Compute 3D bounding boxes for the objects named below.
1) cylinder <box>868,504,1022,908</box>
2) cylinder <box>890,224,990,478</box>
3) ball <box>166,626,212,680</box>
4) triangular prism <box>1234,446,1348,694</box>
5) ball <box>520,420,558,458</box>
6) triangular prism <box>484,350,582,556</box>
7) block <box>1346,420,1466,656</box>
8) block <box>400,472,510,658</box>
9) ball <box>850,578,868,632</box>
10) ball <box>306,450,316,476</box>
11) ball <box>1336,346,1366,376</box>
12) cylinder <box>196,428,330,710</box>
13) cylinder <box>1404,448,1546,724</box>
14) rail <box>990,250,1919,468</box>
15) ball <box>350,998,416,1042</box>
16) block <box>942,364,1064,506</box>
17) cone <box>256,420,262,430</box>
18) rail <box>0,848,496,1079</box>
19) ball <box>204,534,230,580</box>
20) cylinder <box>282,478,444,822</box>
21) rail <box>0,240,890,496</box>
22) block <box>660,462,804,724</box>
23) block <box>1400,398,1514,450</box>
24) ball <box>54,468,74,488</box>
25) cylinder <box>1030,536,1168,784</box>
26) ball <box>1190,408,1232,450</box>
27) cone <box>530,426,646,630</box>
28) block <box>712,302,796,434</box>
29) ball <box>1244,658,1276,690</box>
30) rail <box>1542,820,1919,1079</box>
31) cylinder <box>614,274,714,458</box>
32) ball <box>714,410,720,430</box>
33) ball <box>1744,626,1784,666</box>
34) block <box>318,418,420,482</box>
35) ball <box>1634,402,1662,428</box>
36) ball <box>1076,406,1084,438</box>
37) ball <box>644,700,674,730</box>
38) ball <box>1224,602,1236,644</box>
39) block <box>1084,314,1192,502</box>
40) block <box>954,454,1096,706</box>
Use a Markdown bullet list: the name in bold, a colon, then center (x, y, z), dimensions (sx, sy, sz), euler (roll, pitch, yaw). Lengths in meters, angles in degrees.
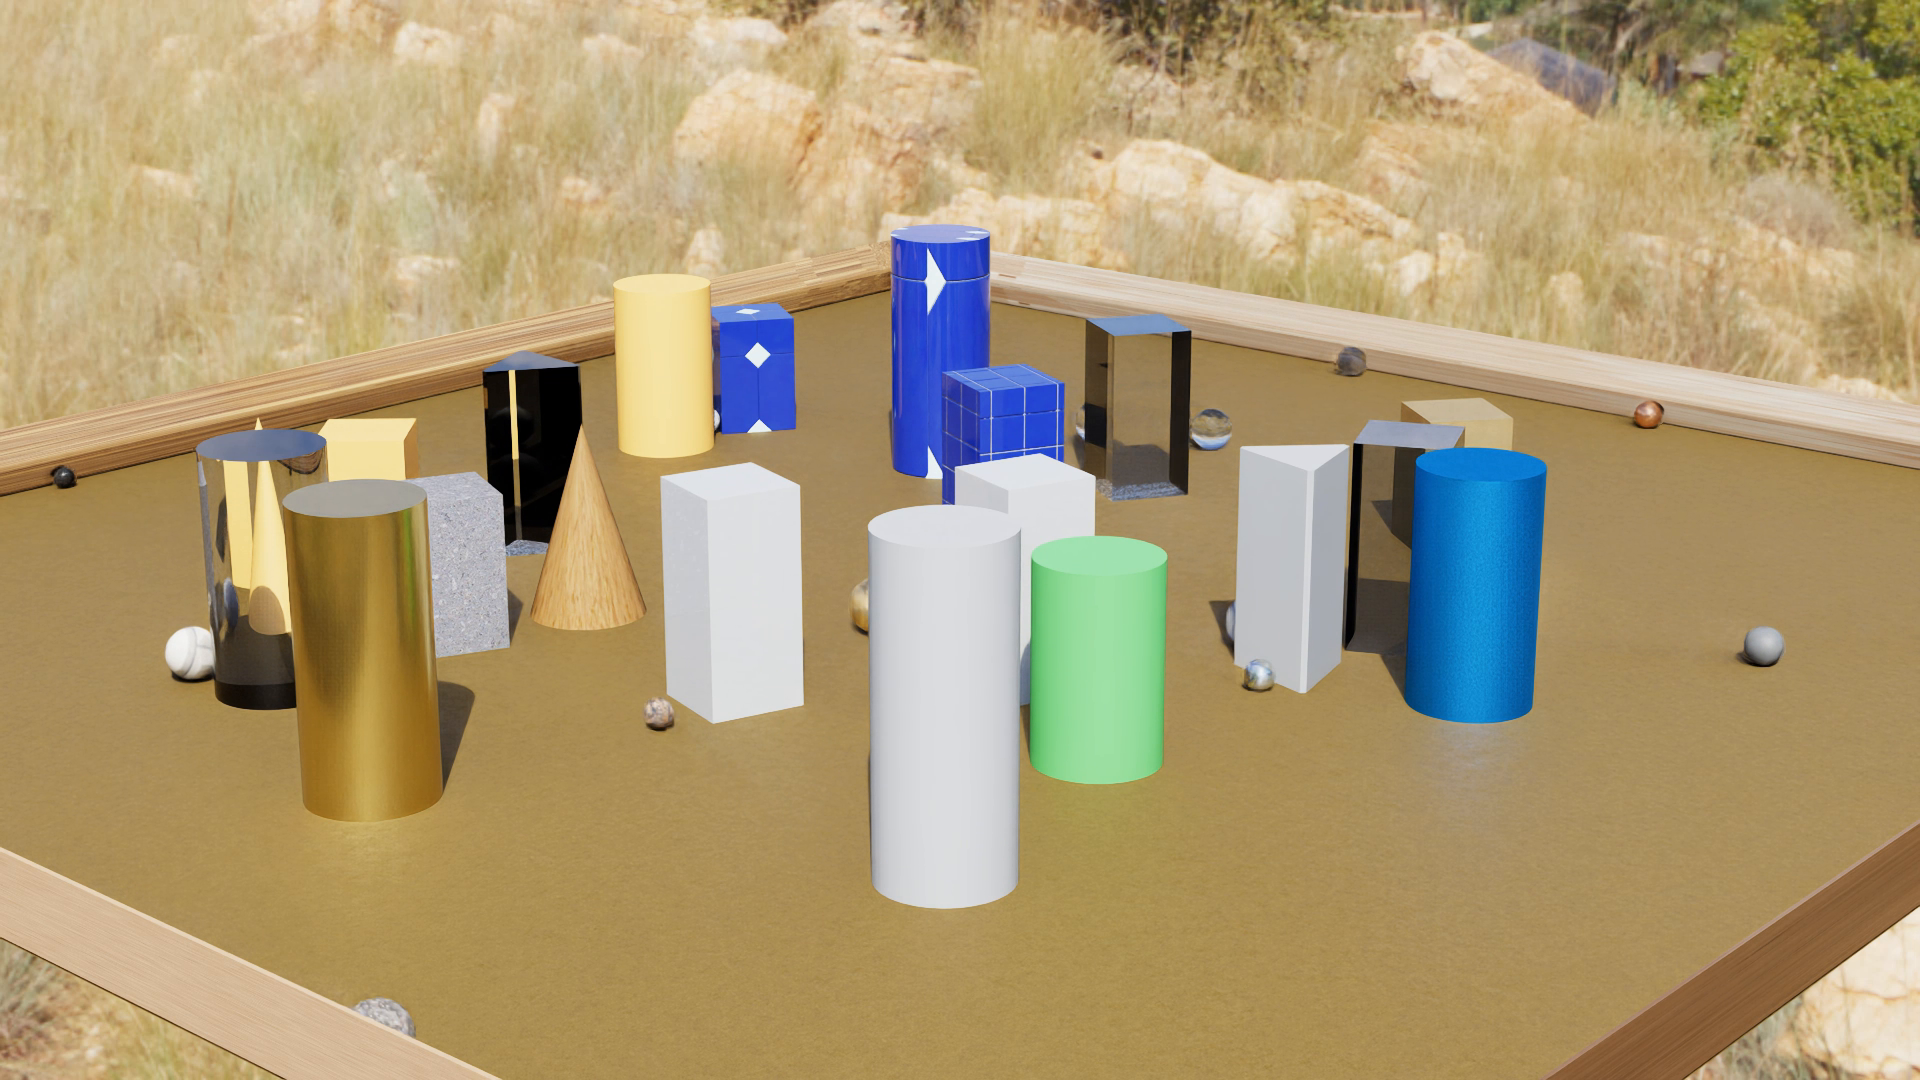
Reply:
- **cylinder**: center (-0.020, 0.219, 3.872), dimensions (0.199, 0.494, 0.199), euler (0, 17, 0)
- **cylinder**: center (-0.039, -0.380, 5.887), dimensions (0.199, 0.477, 0.199), euler (0, 17, 0)
- **ball**: center (-1.231, 0.182, 4.703), dimensions (0.086, 0.086, 0.086), euler (0, 17, 0)
- **triangular prism**: center (0.558, 0.035, 4.704), dimensions (0.149, 0.366, 0.172), euler (-11, 20, -32)
- **ball**: center (-0.861, -0.206, 6.007), dimensions (0.077, 0.077, 0.077), euler (0, 17, 0)
- **triangular prism**: center (-0.789, -0.163, 5.393), dimensions (0.172, 0.348, 0.149), euler (-4, 17, -15)
- **block**: center (0.736, -0.002, 4.846), dimensions (0.159, 0.355, 0.159), euler (5, 18, 16)
- **block**: center (-0.853, 0.041, 4.862), dimensions (0.159, 0.263, 0.159), euler (-8, 18, -24)
- **ball**: center (-0.136, 0.109, 4.919), dimensions (0.099, 0.099, 0.099), euler (0, 17, 0)
- **ball**: center (-1.278, -0.155, 5.868), dimensions (0.059, 0.059, 0.059), euler (0, 17, 0)
- **ball**: center (0.895, -0.409, 6.696), dimensions (0.067, 0.067, 0.067), euler (0, 17, 0)
- **cylinder**: center (-1.084, 0.045, 4.610), dimensions (0.199, 0.401, 0.199), euler (0, 17, 0)
- **cylinder**: center (0.800, 0.069, 4.556), dimensions (0.199, 0.387, 0.199), euler (0, 17, 0)
- **rail**: center (1.227, -0.375, 6.473), dimensions (3.665, 0.129, 0.045), euler (14, 22, 39)
- **ball**: center (-0.674, 0.575, 3.393), dimensions (0.089, 0.089, 0.089), euler (0, 17, 0)
- **block**: center (0.074, -0.097, 5.111), dimensions (0.159, 0.383, 0.159), euler (-7, 18, -23)
- **cone**: center (-1.195, -0.049, 5.039), dimensions (0.199, 0.334, 0.199), euler (0, 17, 0)
- **rail**: center (-1.227, 0.440, 3.766), dimensions (3.665, 0.129, 0.045), euler (14, 22, 39)
- **ball**: center (-1.300, 0.031, 5.206), dimensions (0.084, 0.084, 0.084), euler (0, 17, 0)
- **cylinder**: center (-0.846, 0.155, 4.165), dimensions (0.199, 0.447, 0.199), euler (0, 17, 0)
- **rail**: center (-1.366, -0.310, 6.255), dimensions (0.045, 0.129, 3.791), euler (14, 22, 39)
- **block**: center (-0.355, 0.080, 4.568), dimensions (0.159, 0.358, 0.159), euler (-10, 20, -30)
- **block**: center (0.918, -0.126, 5.456), dimensions (0.159, 0.240, 0.159), euler (-3, 17, -11)
- **ball**: center (-1.770, -0.123, 5.794), dimensions (0.040, 0.040, 0.040), euler (0, 17, 0)
- **cylinder**: center (0.203, 0.175, 4.323), dimensions (0.199, 0.318, 0.199), euler (0, 17, 0)
- **ball**: center (0.521, -0.230, 6.069), dimensions (0.086, 0.086, 0.086), euler (0, 17, 0)
- **cone**: center (-0.639, -0.036, 4.997), dimensions (0.199, 0.334, 0.199), euler (0, 17, 0)
- **block**: center (-0.448, -0.367, 6.255), dimensions (0.159, 0.241, 0.159), euler (-5, 17, -15)
- **ball**: center (0.476, 0.214, 4.655), dimensions (0.051, 0.051, 0.051), euler (0, 17, 0)
- **rail**: center (1.366, 0.374, 3.984), dimensions (0.045, 0.129, 3.791), euler (14, 22, 39)
- **cylinder**: center (-0.611, -0.361, 6.060), dimensions (0.199, 0.343, 0.199), euler (0, 17, 0)
- **ball**: center (-0.535, -0.253, 6.198), dimensions (0.055, 0.055, 0.055), euler (0, 17, 0)
- **ball**: center (1.308, 0.172, 4.773), dimensions (0.064, 0.064, 0.064), euler (0, 17, 0)
- **block**: center (-1.068, -0.081, 5.300), dimensions (0.159, 0.244, 0.159), euler (-1, 17, -2)
- **ball**: center (1.466, -0.267, 6.242), dimensions (0.057, 0.057, 0.057), euler (0, 17, 0)
- **ball**: center (0.286, -0.245, 6.111), dimensions (0.091, 0.091, 0.091), euler (0, 17, 0)
- **ball**: center (-0.461, 0.267, 4.489), dimensions (0.046, 0.046, 0.046), euler (0, 17, 0)
- **ball**: center (0.482, 0.136, 4.850), dimensions (0.088, 0.088, 0.088), euler (0, 17, 0)
- **block**: center (0.347, -0.261, 5.751), dimensions (0.159, 0.329, 0.159), euler (-5, 18, -17)
- **block**: center (0.101, 0.062, 4.635), dimensions (0.159, 0.353, 0.159), euler (-10, 19, -30)
